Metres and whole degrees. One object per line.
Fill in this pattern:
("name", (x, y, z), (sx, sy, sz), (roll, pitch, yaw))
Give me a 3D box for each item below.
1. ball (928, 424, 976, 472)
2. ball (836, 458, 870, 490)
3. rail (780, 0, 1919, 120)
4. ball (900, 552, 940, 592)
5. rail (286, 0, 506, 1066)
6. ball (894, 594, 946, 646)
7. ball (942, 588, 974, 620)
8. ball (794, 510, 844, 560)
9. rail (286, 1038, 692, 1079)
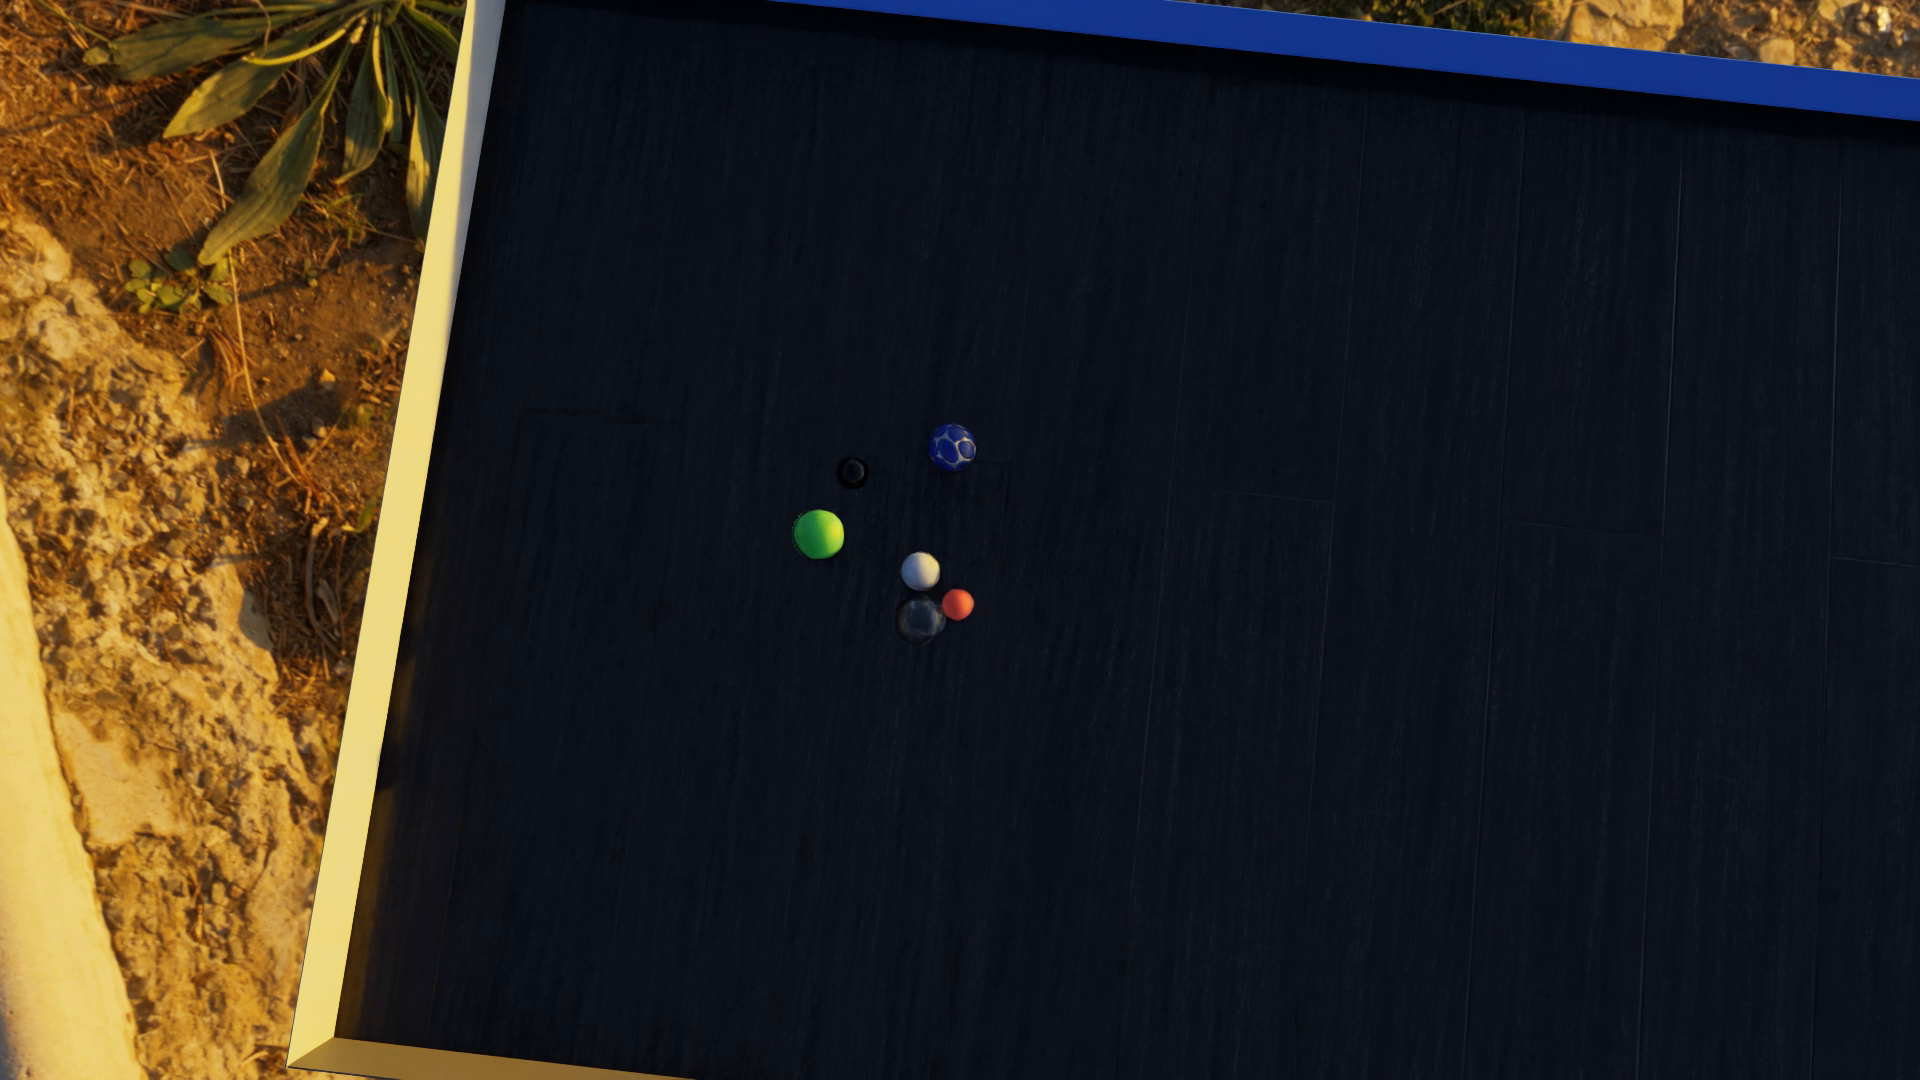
("ball", (-0.011, -0.139, 3.329), (0.074, 0.074, 0.074), (0, 78, 0))
("ball", (-0.162, -0.101, 3.334), (0.049, 0.049, 0.049), (0, 78, 0))
("rail", (0.943, -0.735, 3.437), (3.414, 0.102, 0.045), (6, 78, 1))
("ball", (-0.059, 0.047, 3.298), (0.060, 0.060, 0.060), (0, 78, 0))
("rail", (-0.825, -0.095, 3.305), (0.045, 0.102, 1.742), (6, 78, 1))
("ball", (-0.060, 0.119, 3.273), (0.079, 0.079, 0.079), (0, 78, 0))
("ball", (-0.003, 0.096, 3.293), (0.048, 0.048, 0.048), (0, 78, 0))
("ball", (-0.211, -0.008, 3.301), (0.076, 0.076, 0.076), (0, 78, 0))
("rail", (0.753, 0.914, 3.096), (3.414, 0.102, 0.045), (6, 78, 1))
